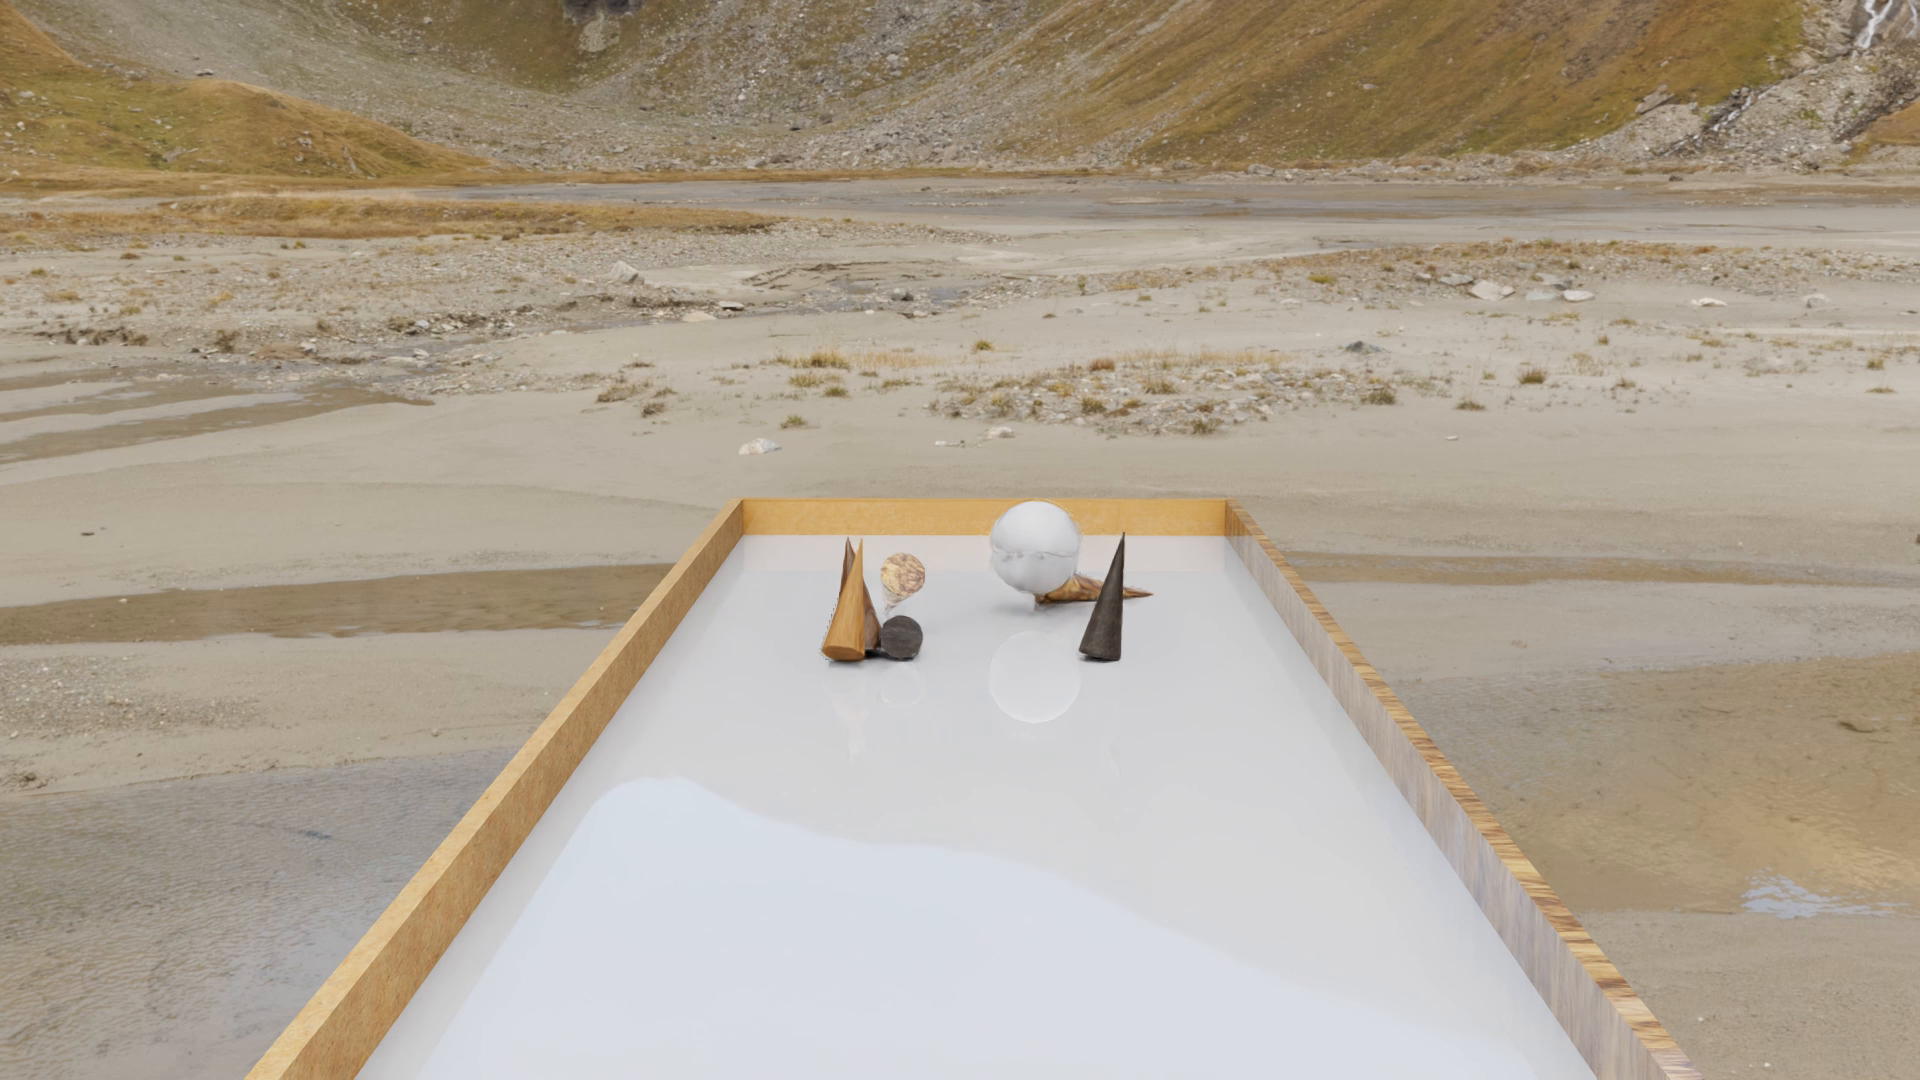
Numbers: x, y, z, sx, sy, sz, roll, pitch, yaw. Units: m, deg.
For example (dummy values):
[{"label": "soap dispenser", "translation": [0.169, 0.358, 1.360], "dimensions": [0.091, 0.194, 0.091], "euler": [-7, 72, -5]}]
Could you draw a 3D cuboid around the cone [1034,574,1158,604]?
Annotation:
[{"label": "cone", "translation": [0.493, 0.175, 7.690], "dimensions": [0.456, 0.133, 0.133], "euler": [6, 7, -19]}]

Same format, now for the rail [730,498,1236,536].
[{"label": "rail", "translation": [0.099, -0.098, 9.147], "dimensions": [2.100, 0.150, 0.050], "euler": [0, 9, 1]}]

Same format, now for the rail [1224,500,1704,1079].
[{"label": "rail", "translation": [1.046, 0.843, 3.208], "dimensions": [0.050, 0.150, 12.000], "euler": [0, 9, 1]}]

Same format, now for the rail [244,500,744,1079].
[{"label": "rail", "translation": [-1.004, 0.839, 3.234], "dimensions": [0.050, 0.150, 12.000], "euler": [0, 9, 1]}]

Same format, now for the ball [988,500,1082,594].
[{"label": "ball", "translation": [0.254, 0.026, 7.429], "dimensions": [0.318, 0.318, 0.318], "euler": [0, 9, 0]}]

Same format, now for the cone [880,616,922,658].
[{"label": "cone", "translation": [-0.179, 0.307, 6.837], "dimensions": [0.131, 0.131, 0.322], "euler": [0, -4, 0]}]

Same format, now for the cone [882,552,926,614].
[{"label": "cone", "translation": [-0.217, 0.180, 7.252], "dimensions": [0.146, 0.146, 0.383], "euler": [-2, -21, -12]}]

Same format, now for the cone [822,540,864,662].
[{"label": "cone", "translation": [-0.325, 0.164, 6.692], "dimensions": [0.132, 0.392, 0.132], "euler": [7, -23, 3]}]

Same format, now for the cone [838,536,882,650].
[{"label": "cone", "translation": [-0.328, 0.159, 6.773], "dimensions": [0.178, 0.358, 0.178], "euler": [-6, -1, 0]}]

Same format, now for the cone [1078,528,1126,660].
[{"label": "cone", "translation": [0.464, 0.157, 6.697], "dimensions": [0.134, 0.396, 0.134], "euler": [11, 6, -1]}]
